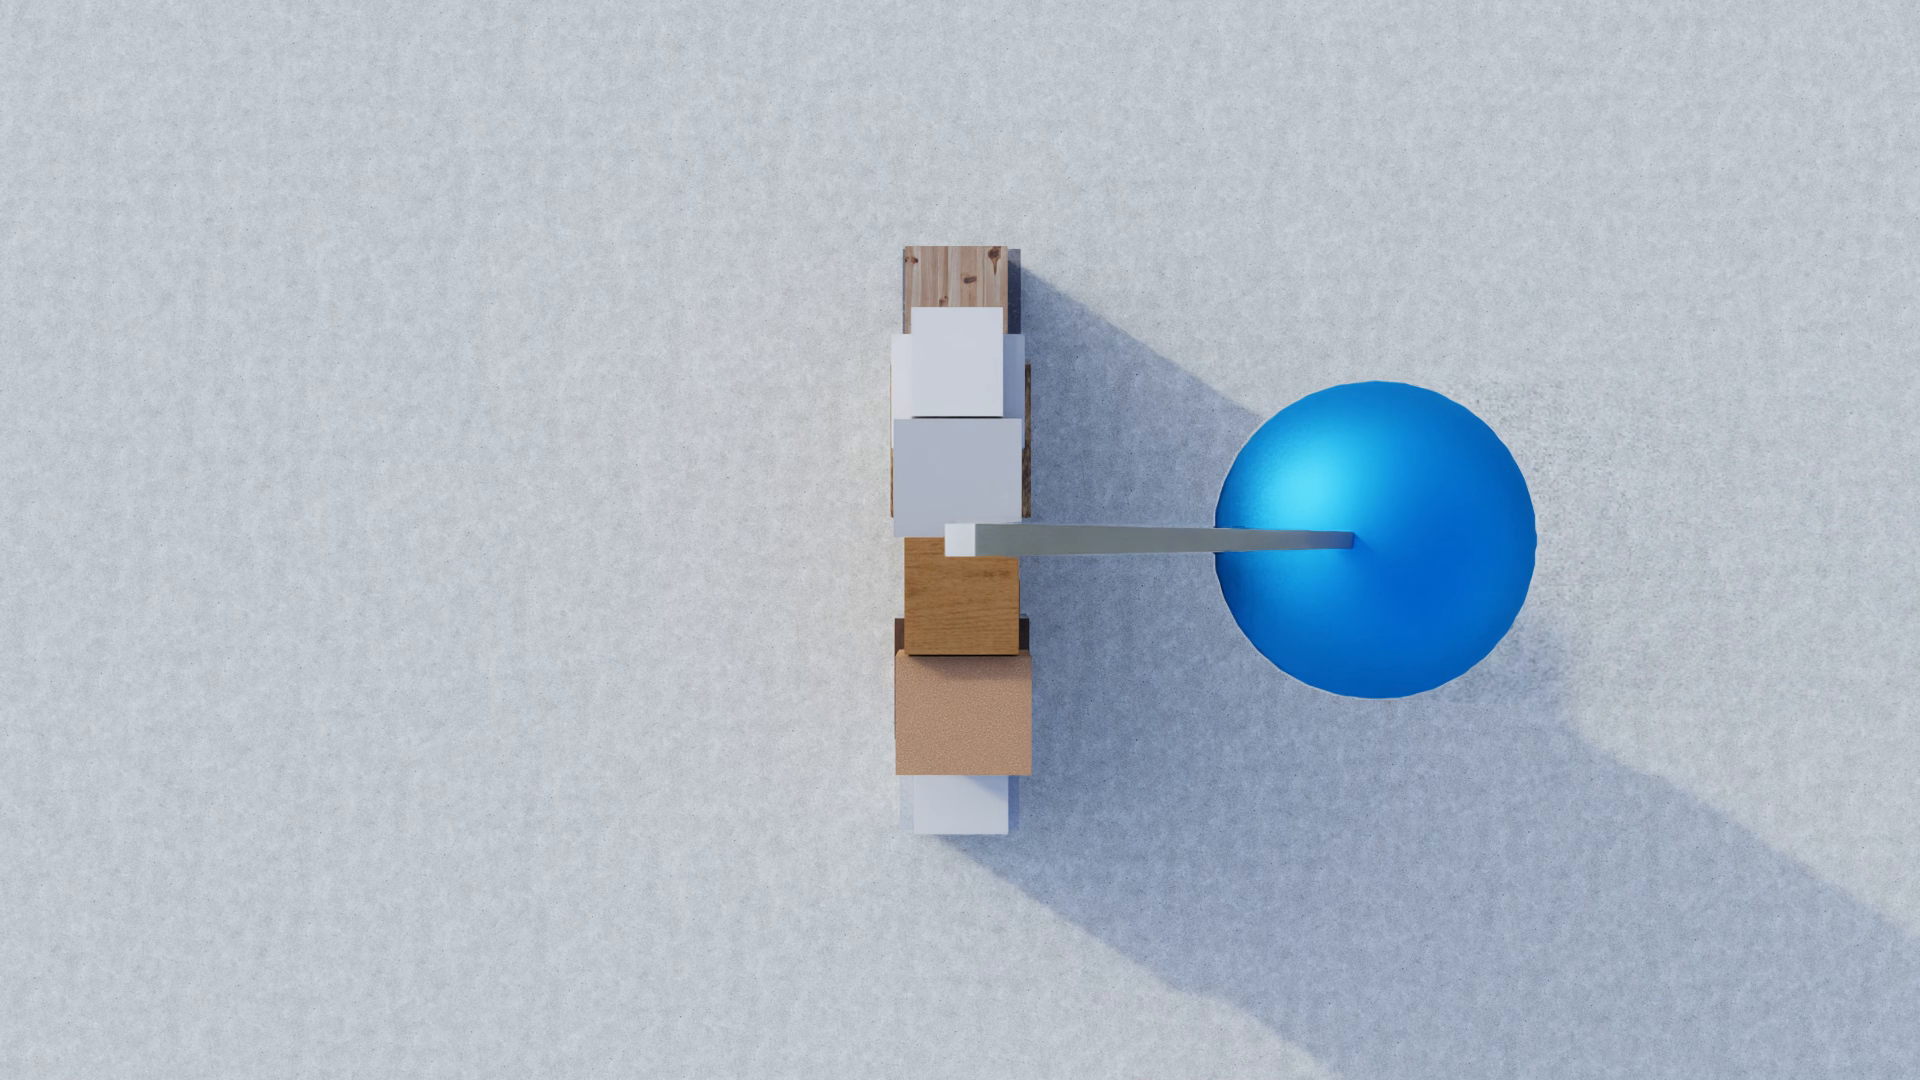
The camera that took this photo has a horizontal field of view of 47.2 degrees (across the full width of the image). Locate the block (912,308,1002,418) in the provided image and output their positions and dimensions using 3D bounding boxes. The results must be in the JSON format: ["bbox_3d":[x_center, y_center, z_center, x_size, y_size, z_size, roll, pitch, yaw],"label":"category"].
[{"bbox_3d":[-0.014,-0.854,10.777,0.438,0.485,0.522,0,90,0],"label":"block"}]

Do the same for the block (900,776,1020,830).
[{"bbox_3d":[-0.004,1.285,12.702,0.674,0.596,0.698,0,90,0],"label":"block"}]

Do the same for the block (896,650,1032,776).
[{"bbox_3d":[0.017,0.834,10.749,0.646,0.639,0.563,0,90,0],"label":"block"}]

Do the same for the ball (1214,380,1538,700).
[{"bbox_3d":[2.074,0.000,11.046,1.600,1.600,1.600,0,90,0],"label":"ball"}]

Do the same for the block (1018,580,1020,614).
[{"bbox_3d":[0.013,0.575,12.602,0.638,0.795,0.703,0,90,0],"label":"block"}]

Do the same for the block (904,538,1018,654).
[{"bbox_3d":[0.007,0.264,10.663,0.539,0.605,0.551,0,90,0],"label":"block"}]

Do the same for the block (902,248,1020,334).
[{"bbox_3d":[0.010,-1.330,12.672,0.663,0.656,0.608,0,90,0],"label":"block"}]

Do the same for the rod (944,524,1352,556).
[{"bbox_3d":[0.899,0.000,7.856,0.080,5.200,0.080,0,90,20],"label":"rod"}]

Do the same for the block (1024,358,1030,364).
[{"bbox_3d":[0.016,-0.687,12.673,0.761,0.654,0.659,0,90,0],"label":"block"}]

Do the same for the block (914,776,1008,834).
[{"bbox_3d":[0.006,1.316,12.106,0.507,0.597,0.527,0,90,0],"label":"block"}]

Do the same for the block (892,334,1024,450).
[{"bbox_3d":[-0.009,-0.747,11.331,0.669,0.622,0.571,0,90,0],"label":"block"}]

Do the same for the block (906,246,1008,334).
[{"bbox_3d":[-0.020,-1.260,12.080,0.552,0.528,0.640,0,90,0],"label":"block"}]

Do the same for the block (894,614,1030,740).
[{"bbox_3d":[0.010,0.725,11.838,0.704,0.733,0.635,0,90,0],"label":"block"}]

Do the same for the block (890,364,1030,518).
[{"bbox_3d":[0.004,-0.526,11.994,0.743,0.704,0.808,0,90,0],"label":"block"}]

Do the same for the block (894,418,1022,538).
[{"bbox_3d":[-0.012,-0.298,10.747,0.610,0.550,0.565,0,91,0],"label":"block"}]
